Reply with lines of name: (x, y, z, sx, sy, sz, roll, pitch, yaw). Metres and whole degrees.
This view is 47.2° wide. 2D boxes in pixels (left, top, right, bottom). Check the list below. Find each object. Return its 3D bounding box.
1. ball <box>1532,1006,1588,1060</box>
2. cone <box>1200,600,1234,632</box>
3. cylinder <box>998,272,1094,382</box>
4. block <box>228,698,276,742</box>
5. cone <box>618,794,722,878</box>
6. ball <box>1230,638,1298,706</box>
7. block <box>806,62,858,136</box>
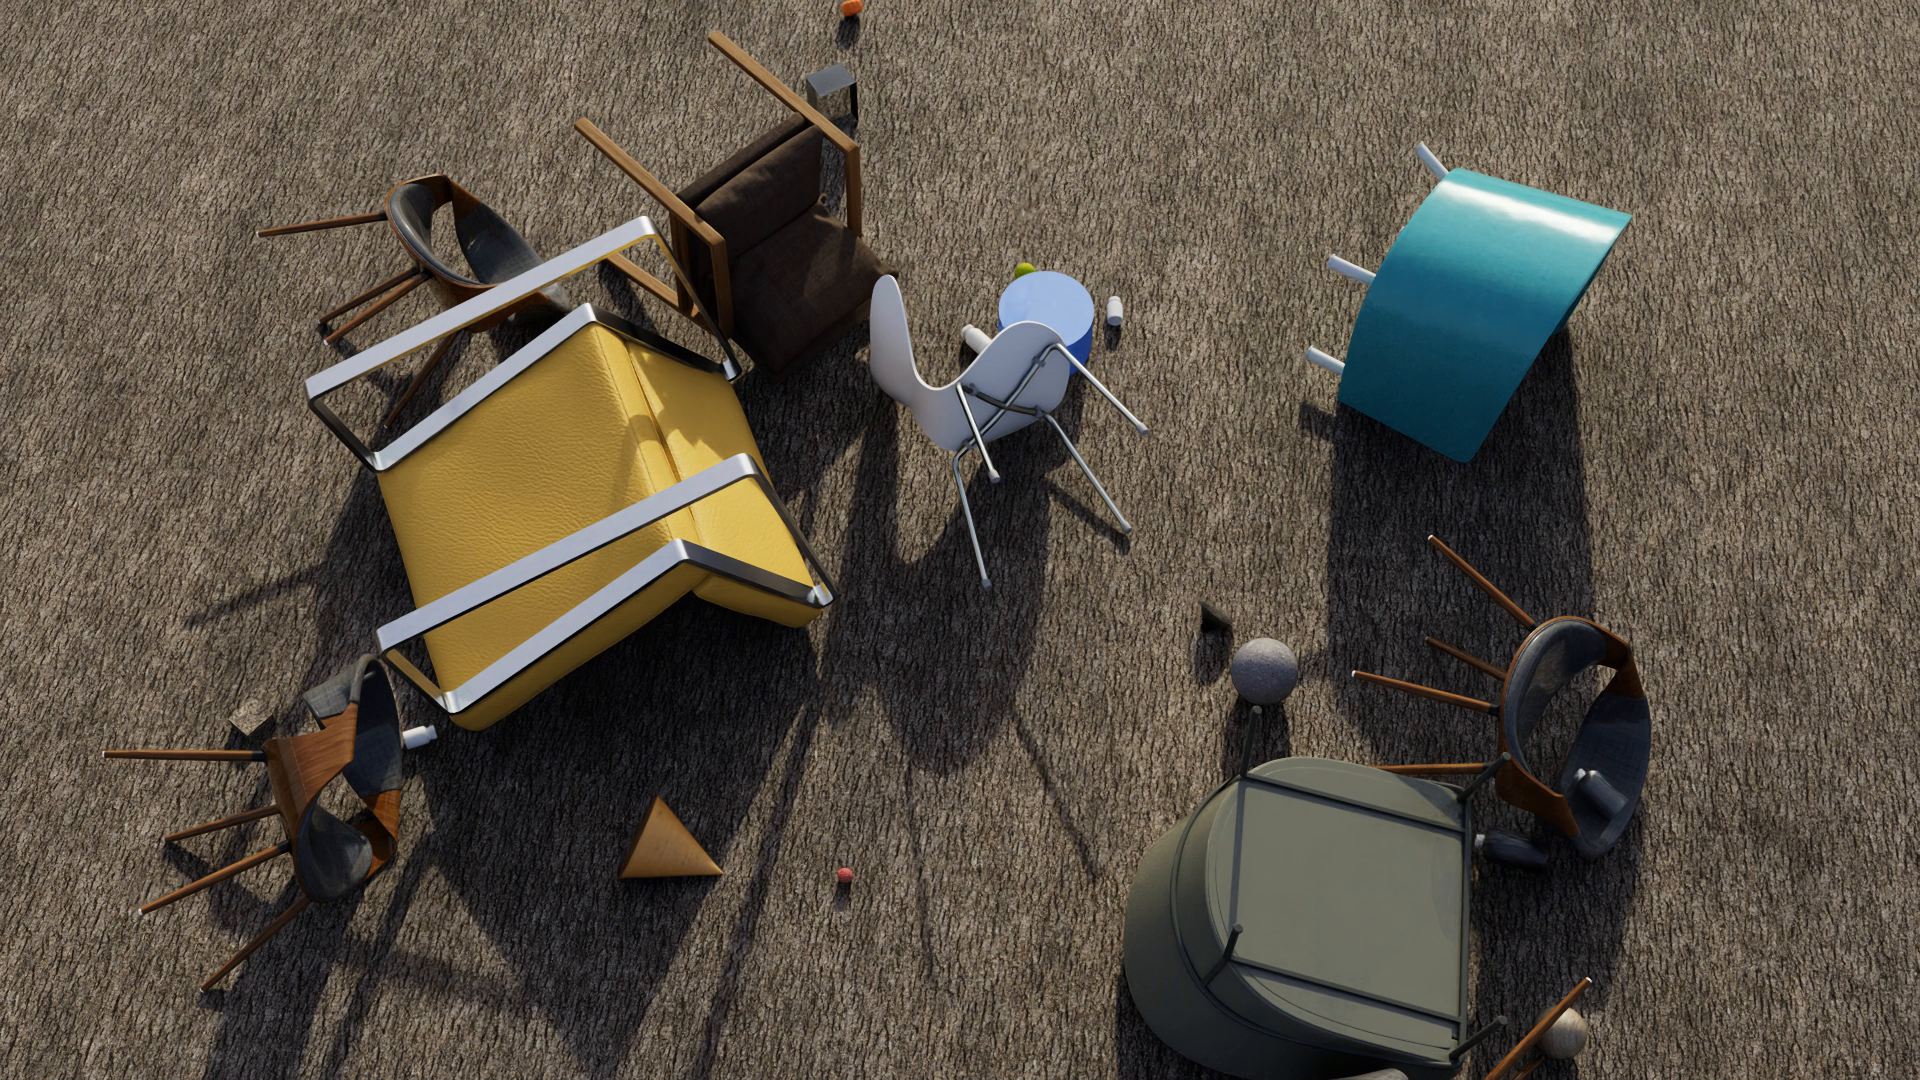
ball: (1.540, 1.263, 5.644, 0.137, 0.137, 0.137, 0, 56, 0)
cone: (0.727, 0.240, 6.388, 0.119, 0.107, 0.067, 37, 103, 7)
cylinder: (0.270, -0.675, 6.932, 0.298, 0.157, 0.318, 0, 56, 0)
block: (-1.998, 0.509, 6.208, 0.083, 0.041, 0.091, 35, 63, 21)
cone: (-0.754, 0.852, 5.946, 0.256, 0.199, 0.256, 26, 55, -8)
ball: (0.860, 0.371, 6.210, 0.191, 0.191, 0.191, 0, 56, 0)
block: (-0.433, -1.493, 7.462, 0.136, 0.189, 0.109, -26, 60, -16)
